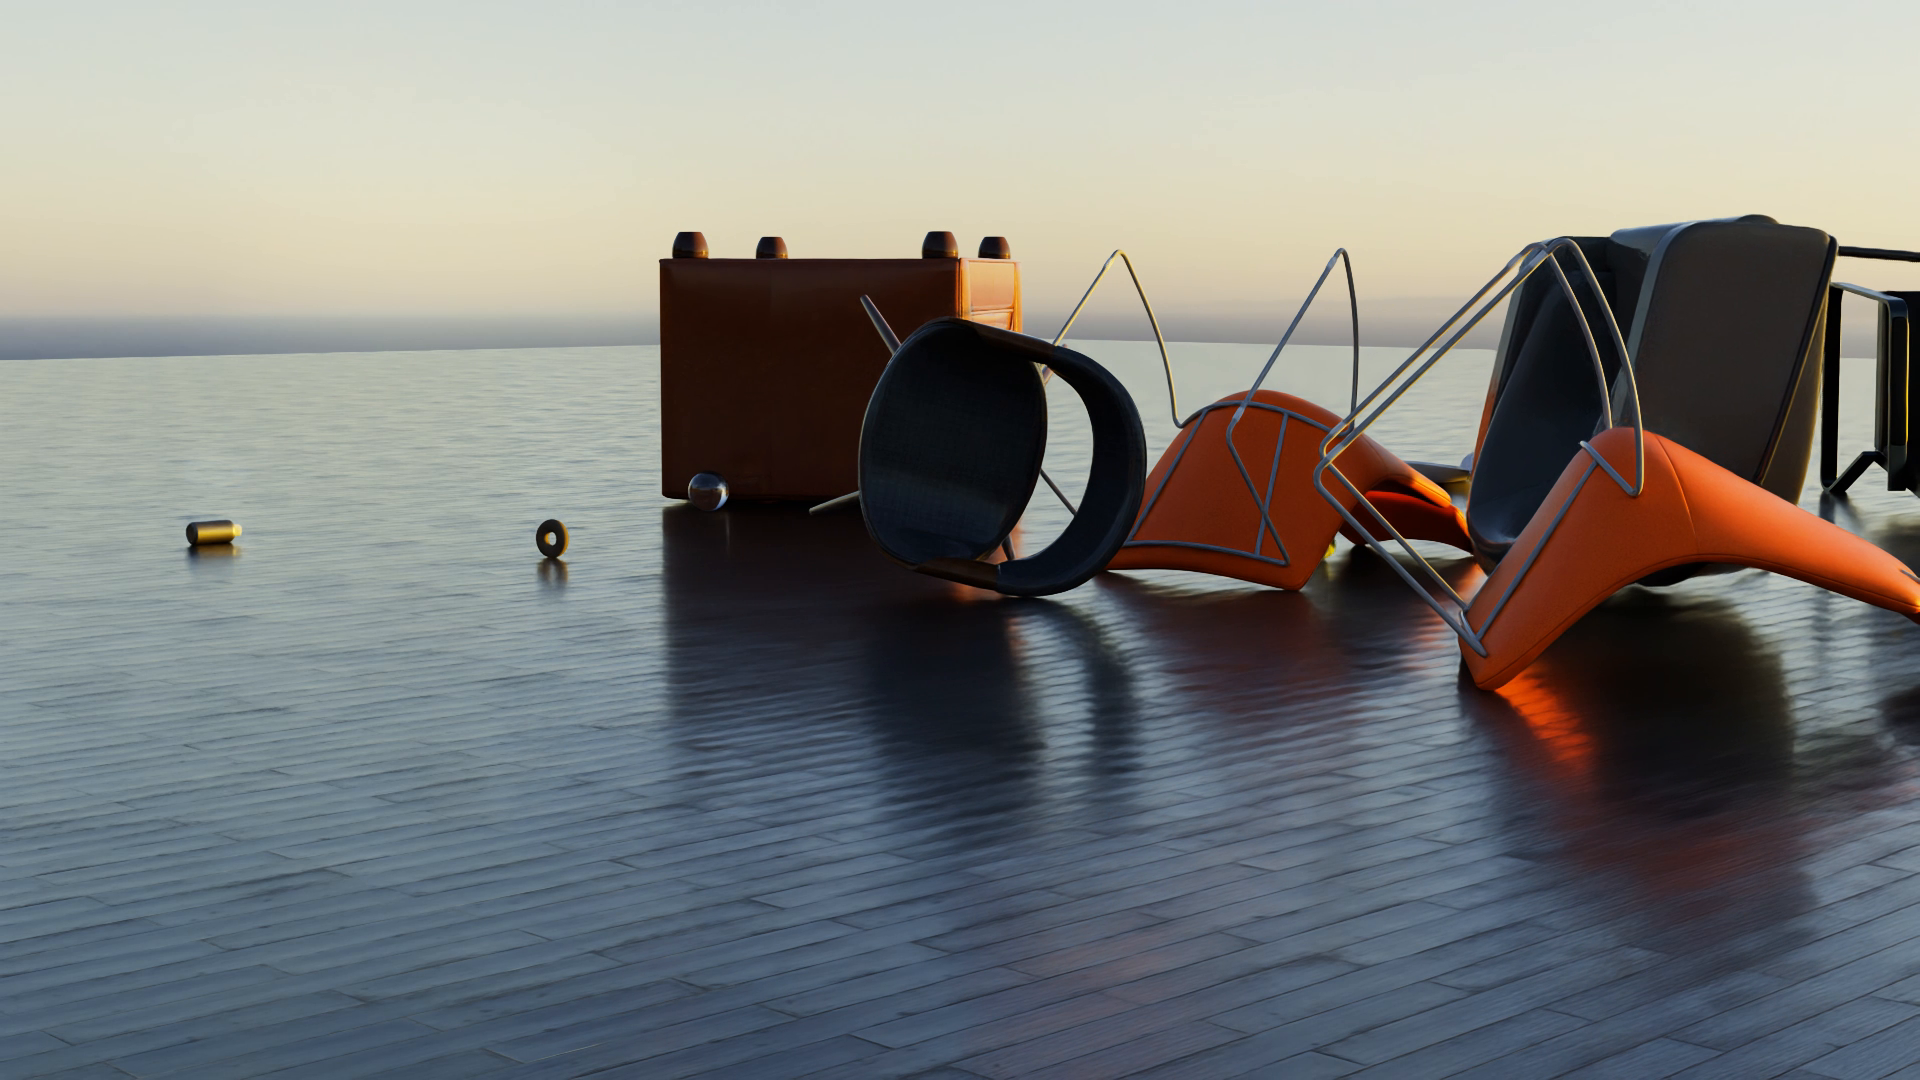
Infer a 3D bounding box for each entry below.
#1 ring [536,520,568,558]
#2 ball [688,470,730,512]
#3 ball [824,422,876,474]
[{"bbox_3d":[-0.955,-0.003,6.011,0.102,0.091,0.025,-12,-3,37],"label":"ring"},{"bbox_3d":[-0.705,-0.138,7.190,0.115,0.115,0.115,0,6,0],"label":"ball"},{"bbox_3d":[-0.369,-0.309,8.574,0.172,0.172,0.172,0,6,0],"label":"ball"}]
